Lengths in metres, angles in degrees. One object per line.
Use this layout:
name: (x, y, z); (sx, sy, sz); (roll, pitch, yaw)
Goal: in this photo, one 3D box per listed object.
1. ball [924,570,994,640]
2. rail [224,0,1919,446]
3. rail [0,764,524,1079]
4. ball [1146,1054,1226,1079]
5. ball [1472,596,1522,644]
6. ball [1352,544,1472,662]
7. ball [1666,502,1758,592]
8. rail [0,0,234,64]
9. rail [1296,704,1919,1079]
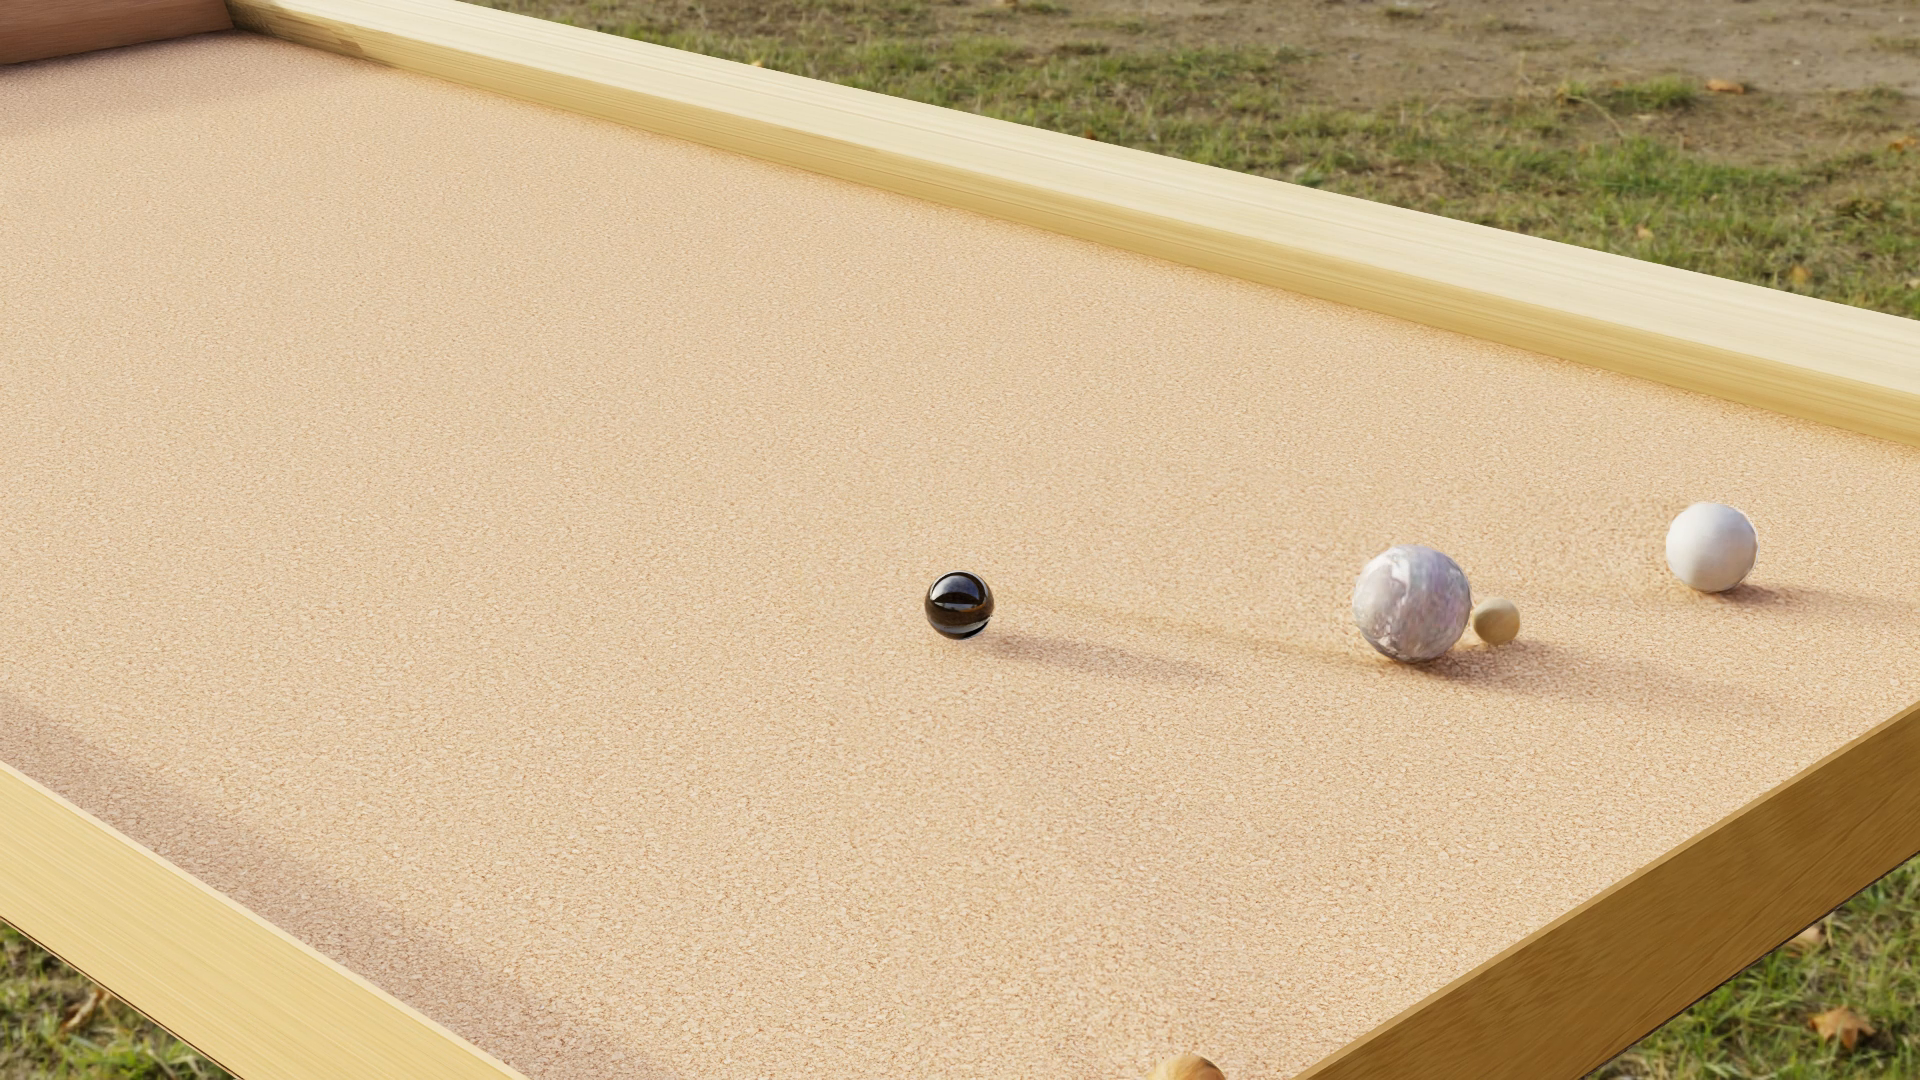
ball: (-0.001, 0.055, 2.511); (0.060, 0.060, 0.060); (0, 21, 0)
rail: (0.007, -0.485, 3.820); (3.540, 0.128, 0.045); (19, 28, 41)
rail: (-1.269, -0.020, 2.609); (3.540, 0.128, 0.045); (19, 28, 41)
ball: (0.137, 0.339, 1.782); (0.054, 0.054, 0.054); (0, 21, 0)
ball: (0.457, 0.069, 2.503); (0.041, 0.041, 0.041); (0, 21, 0)
ball: (0.379, 0.053, 2.464); (0.099, 0.099, 0.099); (0, 21, 0)
ball: (0.667, 0.007, 2.612); (0.079, 0.079, 0.079); (0, 21, 0)
rail: (-1.875, -0.691, 4.358); (0.045, 0.128, 1.867); (19, 28, 41)
rail: (0.614, 0.187, 2.071); (0.045, 0.128, 1.867); (19, 28, 41)
